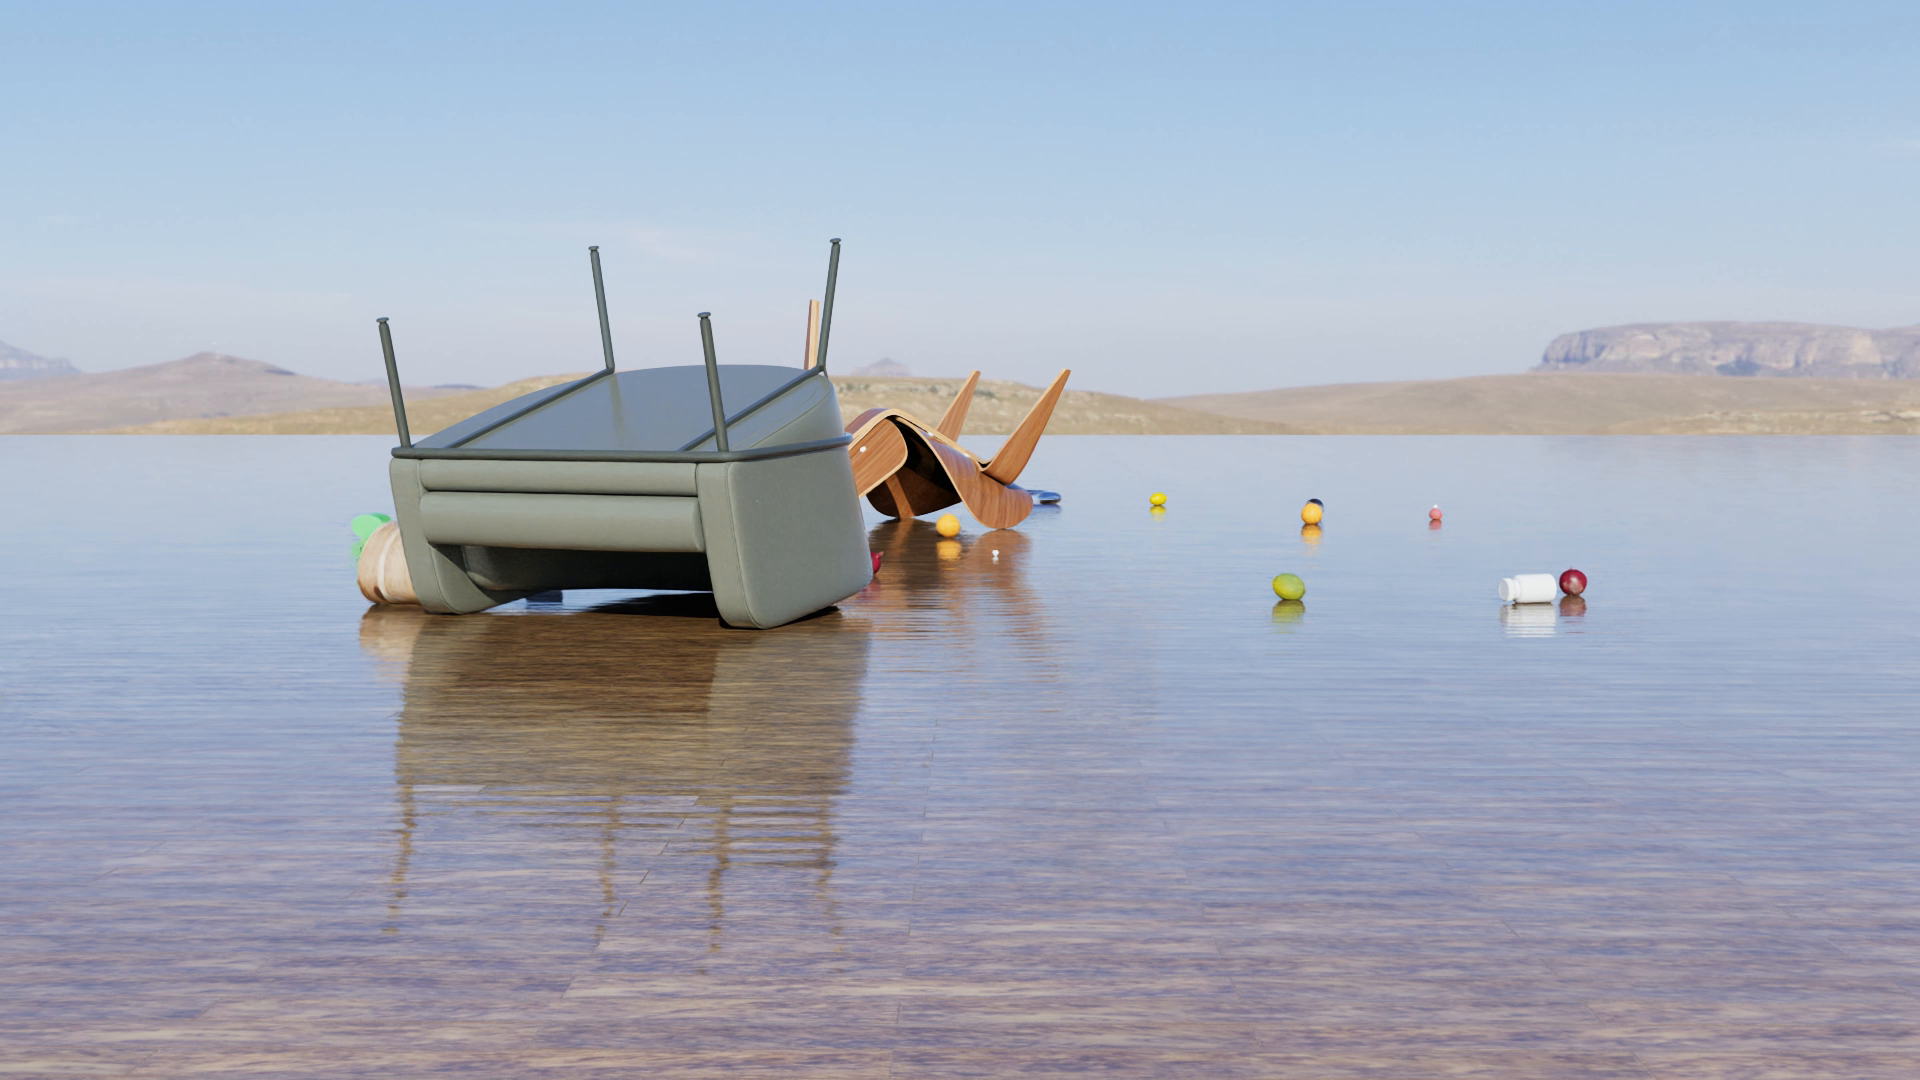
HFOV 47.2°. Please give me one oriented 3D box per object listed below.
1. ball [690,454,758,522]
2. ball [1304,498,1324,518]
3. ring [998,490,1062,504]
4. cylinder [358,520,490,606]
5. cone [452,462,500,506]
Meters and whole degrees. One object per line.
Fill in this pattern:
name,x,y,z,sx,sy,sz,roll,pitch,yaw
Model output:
ball,-0.792,-0.173,7.386,0.230,0.230,0.230,0,4,0
ball,1.234,-0.111,7.657,0.069,0.069,0.069,0,4,0
ring,0.274,-0.167,8.609,0.250,0.051,0.256,-1,5,-21
cylinder,-1.119,0.049,4.597,0.198,0.155,0.201,2,38,24
cone,-1.916,-0.180,8.567,0.151,0.182,0.209,25,37,16
